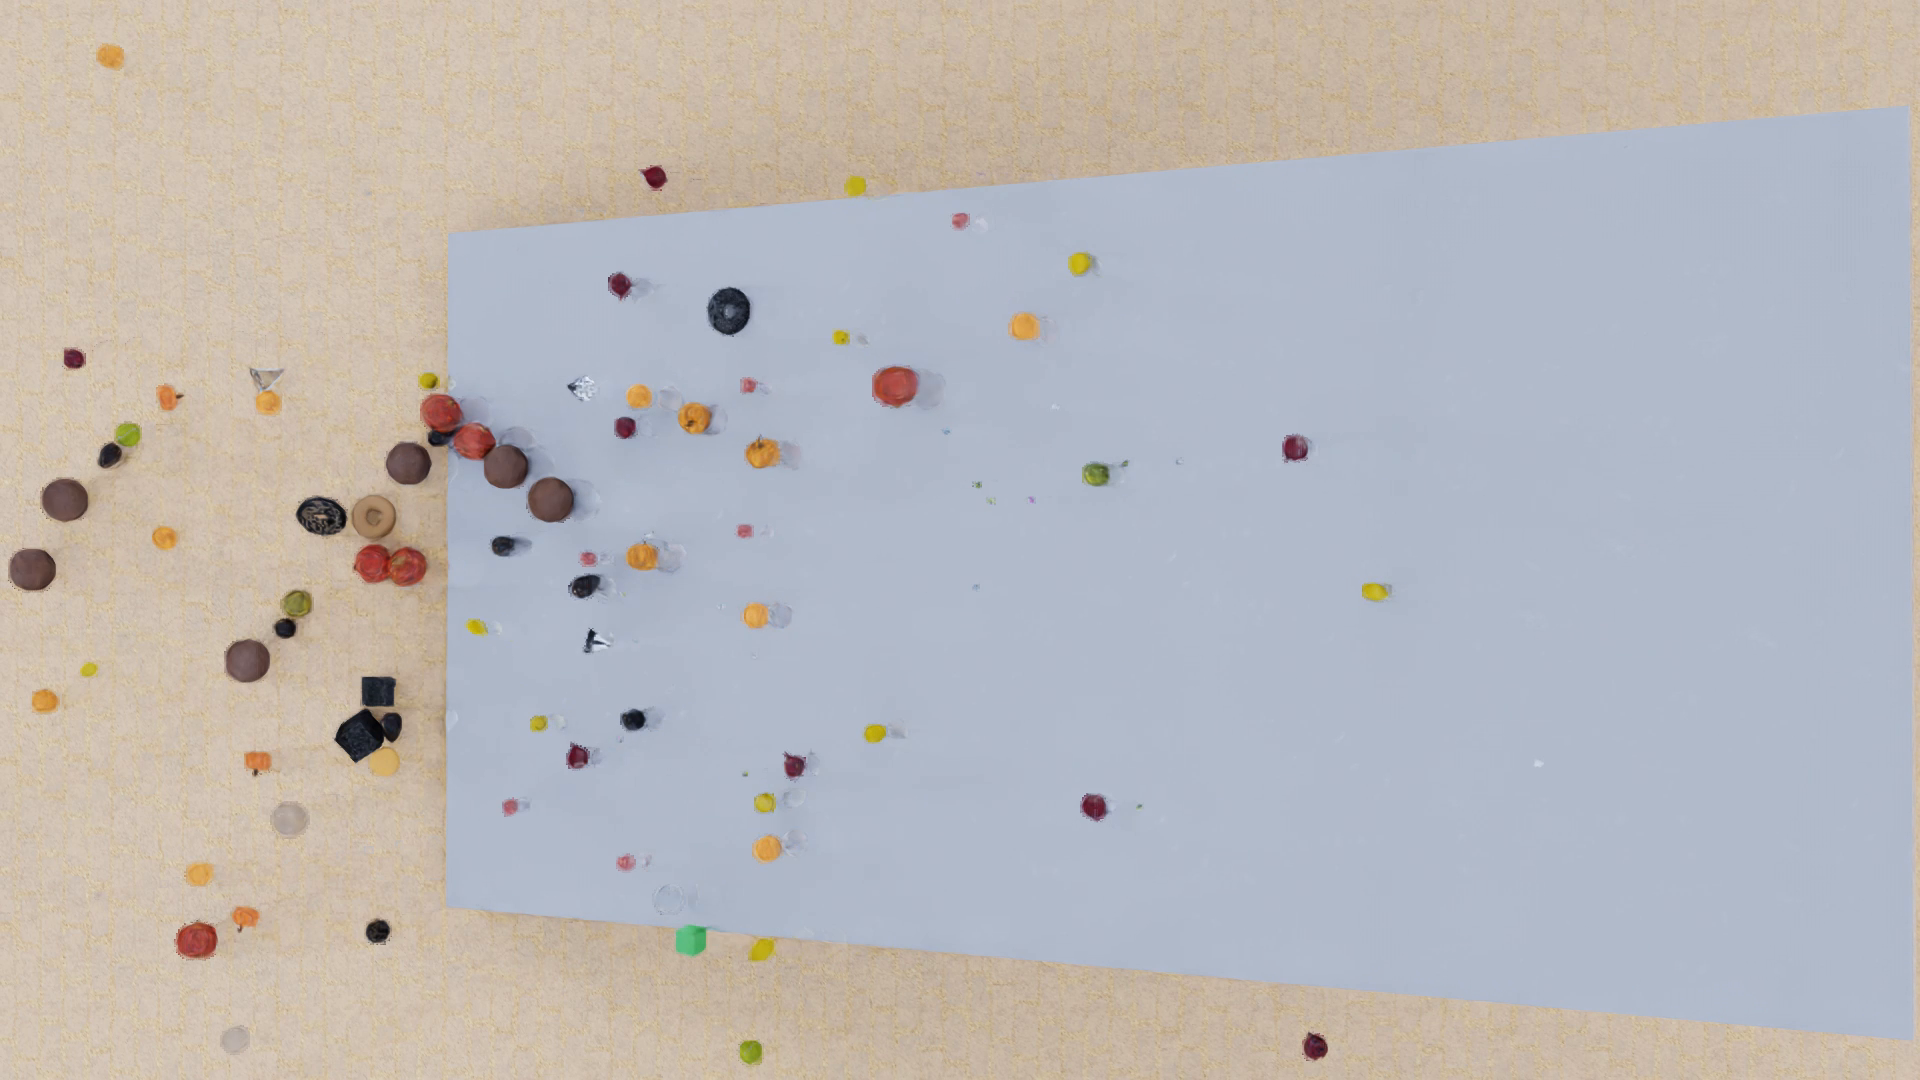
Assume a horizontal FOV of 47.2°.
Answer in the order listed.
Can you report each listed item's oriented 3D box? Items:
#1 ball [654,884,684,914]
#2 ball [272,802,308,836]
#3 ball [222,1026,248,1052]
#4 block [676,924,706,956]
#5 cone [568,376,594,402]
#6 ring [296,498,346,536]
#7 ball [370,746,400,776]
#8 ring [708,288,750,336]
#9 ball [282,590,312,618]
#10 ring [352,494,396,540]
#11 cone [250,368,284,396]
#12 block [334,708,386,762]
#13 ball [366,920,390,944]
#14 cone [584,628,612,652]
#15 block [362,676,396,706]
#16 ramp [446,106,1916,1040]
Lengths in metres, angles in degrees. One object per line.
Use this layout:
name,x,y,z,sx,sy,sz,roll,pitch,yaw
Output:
ball,-0.808,0.997,6.108,0.081,0.081,0.081,0,89,0
ball,-2.000,0.834,6.562,0.099,0.099,0.099,0,89,0
ball,-2.164,1.491,6.568,0.075,0.075,0.075,0,89,0
block,-0.745,1.107,6.090,0.061,0.061,0.061,9,103,26
cone,-1.098,-0.435,6.275,0.076,0.076,0.076,0,89,27
ring,-1.900,-0.069,6.545,0.147,0.147,0.049,0,48,0
ball,-1.700,0.655,6.503,0.086,0.086,0.086,0,89,0
ring,-0.637,-0.630,6.059,0.131,0.044,0.131,0,91,27
ball,-1.982,0.190,6.577,0.084,0.084,0.084,0,89,0
ring,-1.759,-0.069,6.600,0.134,0.045,0.134,0,88,0
cone,-2.067,-0.494,6.605,0.095,0.095,0.095,-30,89,-27
block,-1.784,0.582,6.545,0.097,0.097,0.097,-33,111,9
ball,-1.741,1.170,6.574,0.070,0.070,0.070,0,89,0
cone,-1.022,0.294,6.253,0.072,0.072,0.072,12,89,0
block,-1.736,0.451,6.560,0.080,0.080,0.080,2,93,-26
ramp,0.278,0.079,5.661,4.000,0.100,2.000,0,89,27
